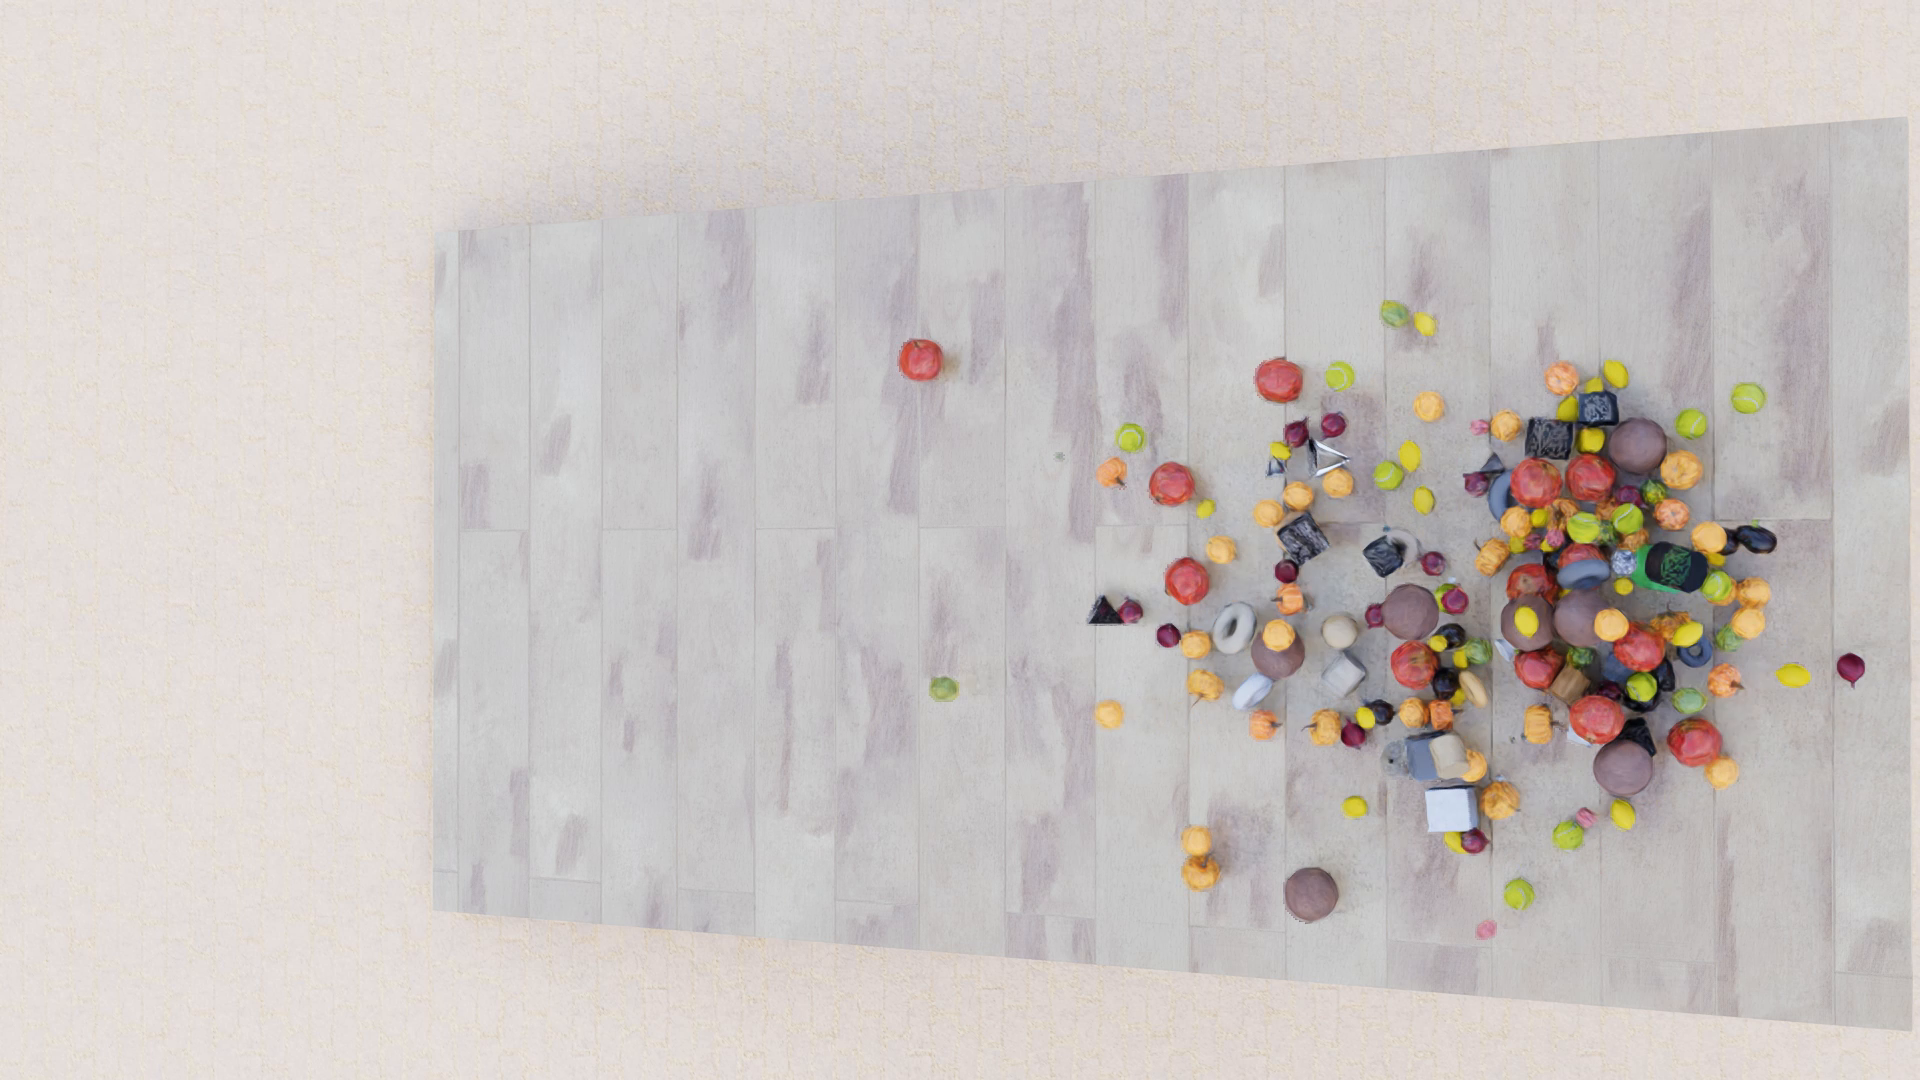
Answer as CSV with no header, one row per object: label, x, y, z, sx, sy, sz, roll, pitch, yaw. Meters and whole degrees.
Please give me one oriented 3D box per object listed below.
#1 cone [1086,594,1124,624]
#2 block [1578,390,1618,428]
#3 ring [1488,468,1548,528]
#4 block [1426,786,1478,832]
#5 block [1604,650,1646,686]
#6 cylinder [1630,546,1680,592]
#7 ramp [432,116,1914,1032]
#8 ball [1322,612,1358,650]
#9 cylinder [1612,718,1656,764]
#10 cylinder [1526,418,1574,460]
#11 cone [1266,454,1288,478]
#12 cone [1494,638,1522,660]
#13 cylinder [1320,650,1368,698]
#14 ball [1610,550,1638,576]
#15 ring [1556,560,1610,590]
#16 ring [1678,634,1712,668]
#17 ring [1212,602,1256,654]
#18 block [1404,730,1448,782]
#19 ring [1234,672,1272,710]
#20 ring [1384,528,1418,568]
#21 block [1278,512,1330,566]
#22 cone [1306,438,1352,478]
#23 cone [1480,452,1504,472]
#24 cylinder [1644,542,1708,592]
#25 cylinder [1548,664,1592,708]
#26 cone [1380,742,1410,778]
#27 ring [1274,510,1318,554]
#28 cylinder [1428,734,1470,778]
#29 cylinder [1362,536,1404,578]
cone,0.380,0.193,5.569,0.087,0.087,0.087,26,89,-4
block,1.454,-0.298,5.009,0.066,0.066,0.066,-6,79,38
ring,1.304,-0.097,5.139,0.141,0.047,0.141,-1,89,24
block,1.157,0.632,5.172,0.096,0.096,0.096,-6,87,25
block,1.514,0.292,5.014,0.060,0.060,0.060,10,97,-15
cylinder,1.579,0.065,4.955,0.098,0.098,0.098,-2,96,-20
ramp,0.282,0.082,5.692,4.000,0.100,2.000,0,89,25
ball,0.915,0.220,5.293,0.088,0.088,0.088,0,89,0
cylinder,1.532,0.457,4.999,0.078,0.078,0.078,-21,95,0
cylinder,1.356,-0.233,5.063,0.090,0.090,0.090,7,89,6
cone,0.769,-0.187,5.379,0.055,0.055,0.055,-15,85,0
cone,1.264,0.240,5.039,0.054,0.054,0.054,-32,89,-3
cylinder,0.925,0.323,5.291,0.081,0.081,0.081,39,108,0
ball,1.481,0.051,4.904,0.060,0.060,0.060,0,89,0
ring,1.398,0.078,4.928,0.120,0.120,0.040,-7,66,0
ring,1.664,0.250,4.979,0.078,0.026,0.078,0,90,27
ring,0.673,0.216,5.400,0.045,0.136,0.136,23,89,-31
block,1.108,0.507,5.170,0.094,0.094,0.094,-10,91,1
ring,0.715,0.370,5.371,0.116,0.116,0.039,-43,64,0
ring,1.049,0.020,5.264,0.098,0.033,0.098,0,91,24
block,0.826,-0.002,5.291,0.089,0.089,0.089,-34,93,10
cone,0.900,-0.197,5.329,0.099,0.099,0.099,0,89,-2
cone,1.240,-0.170,5.157,0.054,0.054,0.054,-27,89,2
cylinder,1.577,0.059,4.843,0.094,0.094,0.094,-7,106,-27
cylinder,1.384,0.331,4.993,0.070,0.070,0.070,36,89,0
cone,1.032,0.527,5.235,0.089,0.089,0.089,0,89,25
ring,0.821,-0.019,5.367,0.114,0.038,0.114,0,91,24
cylinder,1.126,0.498,5.060,0.076,0.076,0.076,-11,58,0
cylinder,1.004,0.039,5.216,0.072,0.072,0.072,-36,96,0
